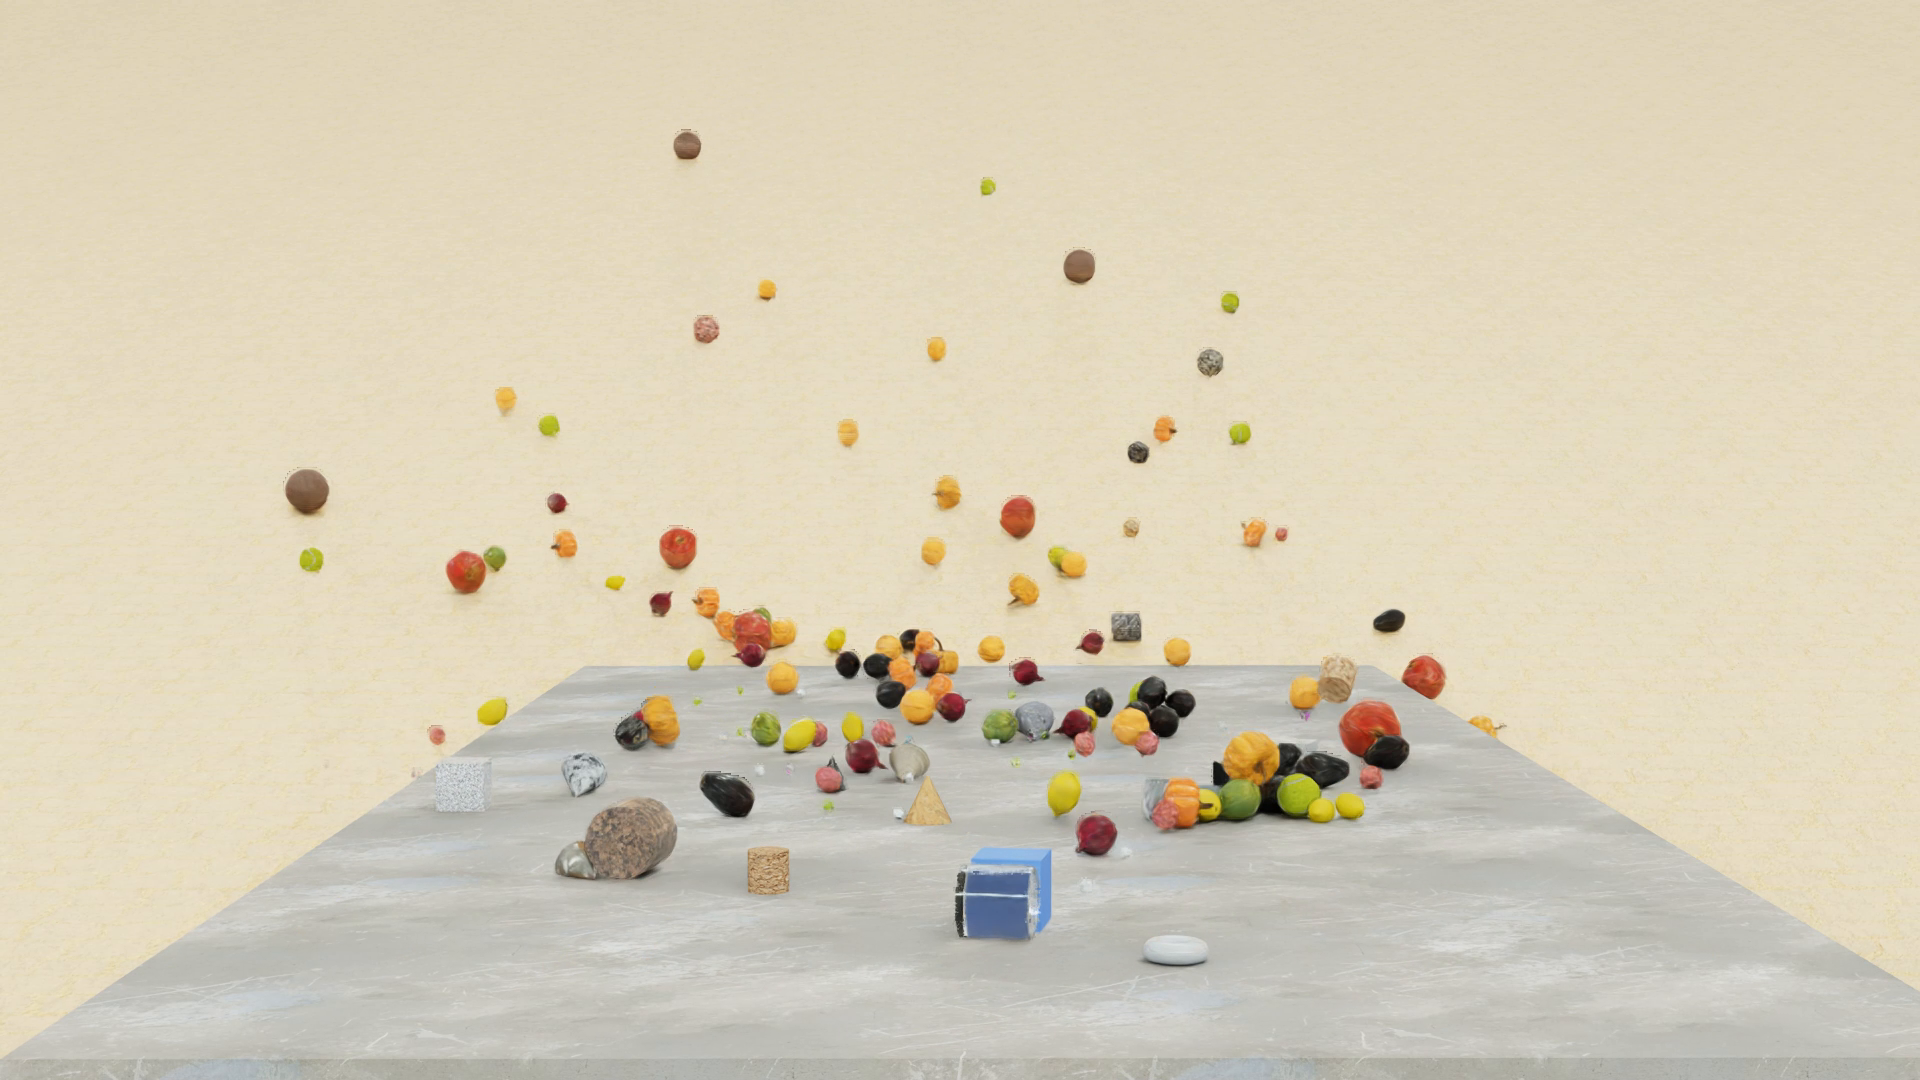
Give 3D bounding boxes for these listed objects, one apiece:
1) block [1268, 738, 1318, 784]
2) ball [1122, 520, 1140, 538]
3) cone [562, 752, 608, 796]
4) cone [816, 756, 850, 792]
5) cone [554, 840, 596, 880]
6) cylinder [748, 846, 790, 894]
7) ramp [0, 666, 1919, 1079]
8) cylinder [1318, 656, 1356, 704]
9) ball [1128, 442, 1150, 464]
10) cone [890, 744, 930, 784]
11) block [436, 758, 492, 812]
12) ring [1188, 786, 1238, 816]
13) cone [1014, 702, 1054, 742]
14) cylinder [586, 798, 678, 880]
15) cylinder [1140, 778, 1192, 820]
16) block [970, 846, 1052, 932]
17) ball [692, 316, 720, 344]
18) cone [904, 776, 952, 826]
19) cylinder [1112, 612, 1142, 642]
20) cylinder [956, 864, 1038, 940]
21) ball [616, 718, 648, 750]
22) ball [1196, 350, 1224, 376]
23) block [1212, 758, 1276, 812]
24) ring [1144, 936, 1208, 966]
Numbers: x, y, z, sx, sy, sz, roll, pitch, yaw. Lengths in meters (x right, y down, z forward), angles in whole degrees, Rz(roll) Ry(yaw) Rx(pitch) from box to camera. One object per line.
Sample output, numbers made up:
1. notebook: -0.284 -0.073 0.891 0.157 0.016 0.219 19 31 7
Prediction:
1. block: 0.577 0.383 4.464 0.069 0.069 0.069 1 3 26
2. ball: 0.505 -0.035 7.577 0.052 0.052 0.052 0 22 0
3. cone: -0.636 0.409 4.303 0.077 0.077 0.077 2 30 4
4. cone: -0.216 0.394 4.367 0.057 0.057 0.057 0 3 0
5. cone: -0.514 0.451 3.519 0.057 0.057 0.057 -20 42 -40
6. cylinder: -0.255 0.440 3.428 0.055 0.055 0.055 0 3 0
7. ramp: 0.051 0.465 4.534 2.000 0.100 4.000 0 3 0
8. cylinder: 0.791 0.294 5.396 0.071 0.071 0.071 7 36 16
9. ball: 0.565 -0.276 8.144 0.071 0.071 0.071 0 22 0
10. cone: -0.094 0.402 4.455 0.072 0.072 0.072 3 30 8
11. block: -0.801 0.395 4.158 0.077 0.077 0.077 0 3 -1
12. ring: 0.384 0.416 4.105 0.118 0.039 0.118 -1 1 0
13. cone: 0.147 0.372 5.029 0.082 0.082 0.082 -1 29 -2
14. cylinder: -0.454 0.412 3.557 0.100 0.100 0.100 5 4 12
15. cylinder: 0.322 0.407 4.030 0.061 0.061 0.061 -12 17 24
16. block: 0.064 0.434 3.206 0.088 0.088 0.088 0 3 11
17. ball: -0.918 -0.759 9.297 0.095 0.095 0.095 0 22 0
18. cone: -0.050 0.402 4.014 0.075 0.075 0.075 0 3 0
19. cylinder: 0.445 0.233 6.880 0.074 0.074 0.074 -3 22 5
20. cylinder: 0.045 0.439 3.121 0.088 0.088 0.088 0 22 11
21. ball: -0.621 0.367 4.867 0.062 0.062 0.062 0 22 0
22. ball: 0.871 -0.617 8.948 0.095 0.095 0.095 0 22 0
23. block: 0.460 0.396 4.160 0.073 0.073 0.073 -2 3 -33
24. ring: 0.251 0.476 2.986 0.077 0.026 0.077 1 2 0
